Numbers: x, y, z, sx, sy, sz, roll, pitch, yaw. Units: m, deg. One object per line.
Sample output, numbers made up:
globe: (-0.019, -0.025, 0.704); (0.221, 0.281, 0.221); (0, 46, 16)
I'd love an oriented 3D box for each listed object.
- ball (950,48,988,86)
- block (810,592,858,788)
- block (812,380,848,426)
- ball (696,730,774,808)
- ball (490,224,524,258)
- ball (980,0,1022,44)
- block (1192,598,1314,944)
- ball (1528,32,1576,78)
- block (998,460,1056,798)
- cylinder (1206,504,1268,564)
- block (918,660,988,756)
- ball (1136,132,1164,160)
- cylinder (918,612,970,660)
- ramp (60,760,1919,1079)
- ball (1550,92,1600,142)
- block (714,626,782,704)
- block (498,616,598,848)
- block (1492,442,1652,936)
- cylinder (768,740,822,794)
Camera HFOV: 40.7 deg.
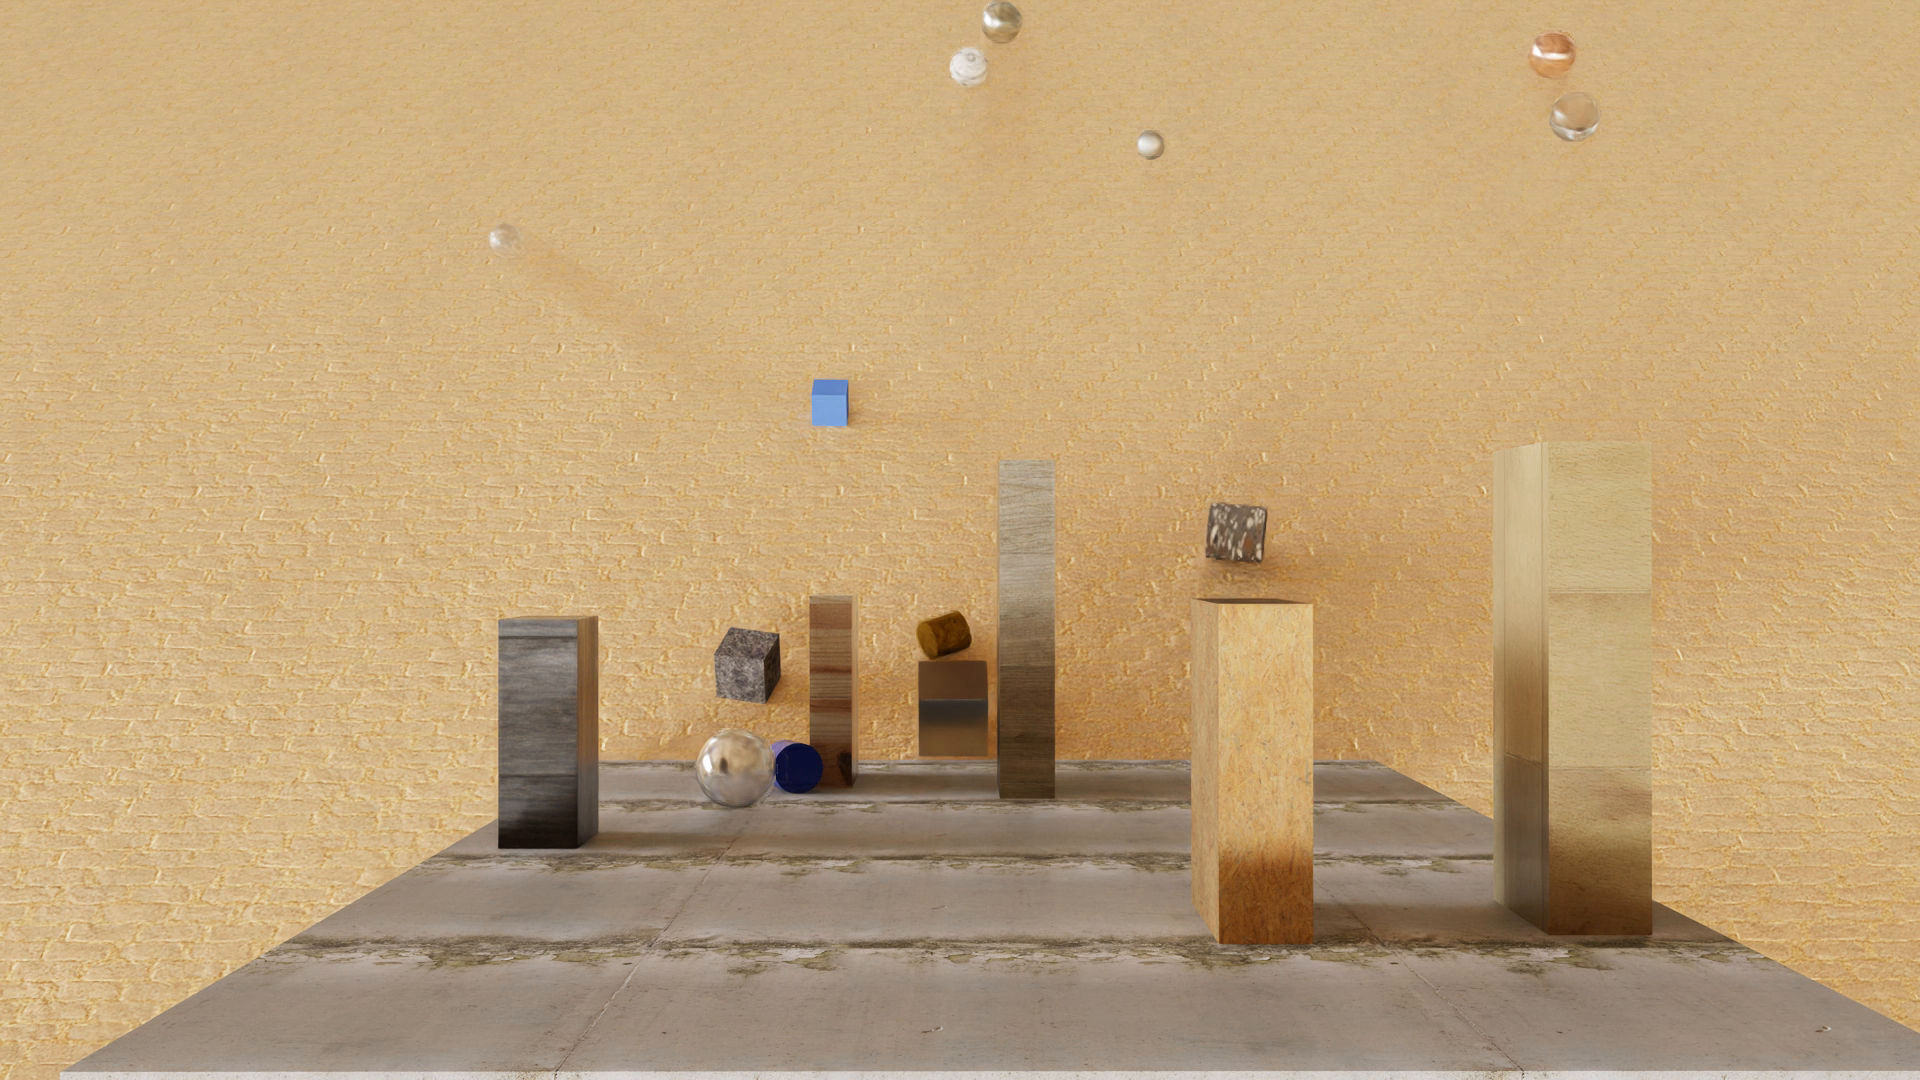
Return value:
ball: (0.039, -2.015, 11.038); (0.164, 0.164, 0.164); (0, 31, 0)
block: (-0.293, 0.346, 6.066); (0.096, 0.437, 0.397); (0, 0, 0)
block: (-0.423, -0.448, 8.445); (0.112, 0.112, 0.112); (1, 31, 1)
ball: (-0.471, 0.479, 5.424); (0.165, 0.165, 0.165); (0, 31, 0)
ball: (-1.667, -1.098, 9.529); (0.126, 0.126, 0.126); (0, 31, 0)
ball: (0.186, -2.299, 11.493); (0.187, 0.187, 0.187); (0, 31, 0)
block: (0.419, 0.321, 3.755); (0.129, 0.465, 0.418); (0, 0, 0)
ball: (2.542, -2.082, 11.116); (0.199, 0.199, 0.199); (0, 31, 0)
block: (0.146, 0.195, 5.825); (0.120, 0.737, 0.390); (0, 0, 0)
cylinder: (0.819, -0.020, 7.674); (0.164, 0.164, 0.164); (6, 31, 10)
block: (-0.019, 0.447, 6.868); (0.182, 0.182, 0.182); (0, 31, -1)
ball: (0.761, -1.577, 10.347); (0.114, 0.114, 0.114); (0, 31, 0)
cylinder: (-0.044, 0.267, 7.243); (0.109, 0.109, 0.109); (-17, 35, -27)
ramp: (0.068, 0.608, 4.676); (2.000, 0.100, 4.000); (0, 0, 0)
ball: (2.490, -1.712, 10.494); (0.198, 0.198, 0.198); (0, 31, 0)
block: (-0.580, 0.343, 7.084); (0.141, 0.141, 0.141); (7, 31, 12)
block: (-0.764, 0.352, 4.820); (0.143, 0.415, 0.274); (0, 0, 0)
block: (0.896, 0.208, 3.813); (0.144, 0.691, 0.377); (0, 0, 0)
cylinder: (-0.376, 0.507, 5.796); (0.113, 0.113, 0.113); (-11, 3, -18)
